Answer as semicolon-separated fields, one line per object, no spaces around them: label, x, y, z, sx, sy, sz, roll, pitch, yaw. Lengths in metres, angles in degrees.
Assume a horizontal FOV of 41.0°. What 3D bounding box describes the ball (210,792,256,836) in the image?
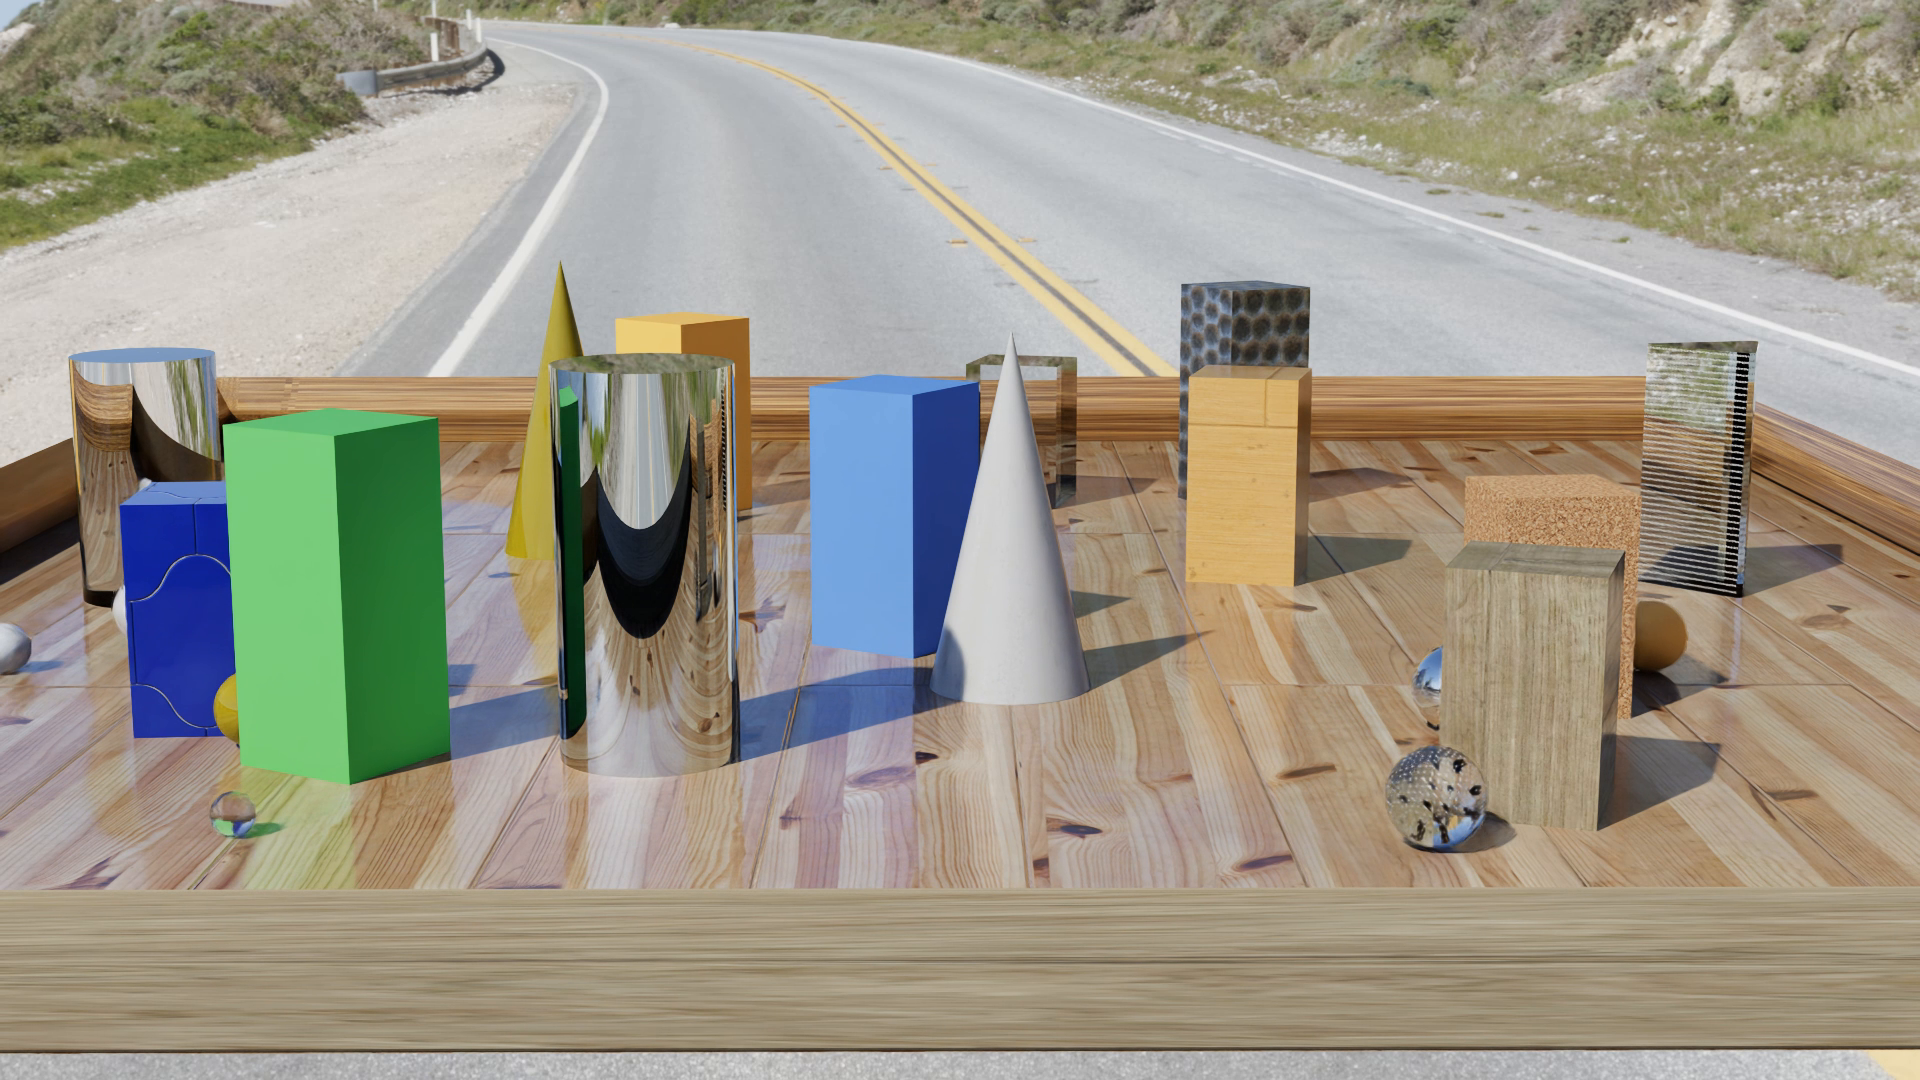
ball;-0.693;0.261;2.445;0.043;0.043;0.043;0;11;0

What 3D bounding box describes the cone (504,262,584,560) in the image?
cone;-0.595;-0.203;3.857;0.192;0.439;0.192;0;11;0

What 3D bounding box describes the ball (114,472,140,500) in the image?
ball;-1.396;-0.090;4.317;0.050;0.050;0.050;0;11;0

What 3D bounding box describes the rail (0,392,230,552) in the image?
rail;-1.420;0.034;3.441;0.045;0.125;3.147;0;11;0

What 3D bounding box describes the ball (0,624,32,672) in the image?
ball;-1.155;0.130;3.104;0.060;0.060;0.060;0;11;0

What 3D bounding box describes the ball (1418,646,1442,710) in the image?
ball;0.558;0.157;2.917;0.076;0.076;0.076;0;11;0

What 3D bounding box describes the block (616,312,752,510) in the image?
block;-0.453;-0.207;4.215;0.154;0.316;0.154;9;14;40

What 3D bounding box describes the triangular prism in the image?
triangular prism;1.073;-0.106;3.615;0.144;0.339;0.166;-9;14;-41

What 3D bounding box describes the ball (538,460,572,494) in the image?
ball;-0.692;-0.107;4.387;0.058;0.058;0.058;0;11;0

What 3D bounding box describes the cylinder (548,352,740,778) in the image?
cylinder;-0.330;0.022;2.704;0.192;0.419;0.192;0;11;0

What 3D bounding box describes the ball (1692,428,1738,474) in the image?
ball;1.355;-0.159;4.602;0.081;0.081;0.081;0;11;0

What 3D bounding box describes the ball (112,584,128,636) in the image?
ball;-1.029;0.087;3.260;0.089;0.089;0.089;0;11;0

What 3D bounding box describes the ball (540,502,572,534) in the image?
ball;-0.633;-0.035;4.024;0.049;0.049;0.049;0;11;0

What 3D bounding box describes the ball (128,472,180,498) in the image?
ball;-1.270;-0.064;4.067;0.090;0.090;0.090;0;11;0

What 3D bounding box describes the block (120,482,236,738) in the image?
block;-0.833;0.074;2.861;0.154;0.258;0.154;-1;11;-4

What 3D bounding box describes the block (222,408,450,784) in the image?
block;-0.651;0.054;2.692;0.154;0.360;0.154;6;12;30

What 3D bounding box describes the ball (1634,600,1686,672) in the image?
ball;0.835;0.116;3.107;0.086;0.086;0.086;0;11;0

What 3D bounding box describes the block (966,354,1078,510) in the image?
block;0.104;-0.184;4.311;0.154;0.236;0.154;3;11;15

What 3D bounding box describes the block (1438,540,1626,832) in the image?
block;0.566;0.140;2.537;0.154;0.248;0.154;4;11;20

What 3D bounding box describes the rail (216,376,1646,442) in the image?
rail;-0.009;-0.251;4.973;2.887;0.125;0.045;0;11;0

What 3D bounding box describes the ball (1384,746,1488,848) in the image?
ball;0.447;0.241;2.409;0.096;0.096;0.096;0;11;0

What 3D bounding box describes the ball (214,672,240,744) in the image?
ball;-0.761;0.181;2.765;0.085;0.085;0.085;0;11;0

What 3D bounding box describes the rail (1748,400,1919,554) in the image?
rail;1.420;0.031;3.457;0.045;0.125;3.147;0;11;0

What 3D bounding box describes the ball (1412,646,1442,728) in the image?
ball;0.547;0.163;2.832;0.096;0.096;0.096;0;11;0

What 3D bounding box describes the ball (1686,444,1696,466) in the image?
ball;1.350;-0.156;4.684;0.045;0.045;0.045;0;11;0

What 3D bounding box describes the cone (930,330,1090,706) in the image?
cone;0.059;-0.036;3.004;0.192;0.424;0.192;0;11;0

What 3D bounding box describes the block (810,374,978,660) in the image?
block;-0.082;-0.034;3.250;0.154;0.329;0.154;7;12;32

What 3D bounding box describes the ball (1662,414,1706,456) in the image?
ball;1.354;-0.196;4.800;0.080;0.080;0.080;0;11;0

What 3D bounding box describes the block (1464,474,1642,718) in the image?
block;0.671;0.064;2.932;0.154;0.254;0.154;-1;11;-6

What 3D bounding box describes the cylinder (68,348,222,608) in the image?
cylinder;-1.116;-0.088;3.531;0.192;0.334;0.192;0;11;0

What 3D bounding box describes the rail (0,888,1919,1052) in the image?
rail;0.009;0.315;1.926;2.887;0.125;0.045;0;11;0

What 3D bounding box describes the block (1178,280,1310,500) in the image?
block;0.474;-0.244;4.291;0.154;0.362;0.154;-5;12;-27

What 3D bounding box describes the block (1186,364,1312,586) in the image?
block;0.415;-0.095;3.680;0.154;0.292;0.154;3;11;14
